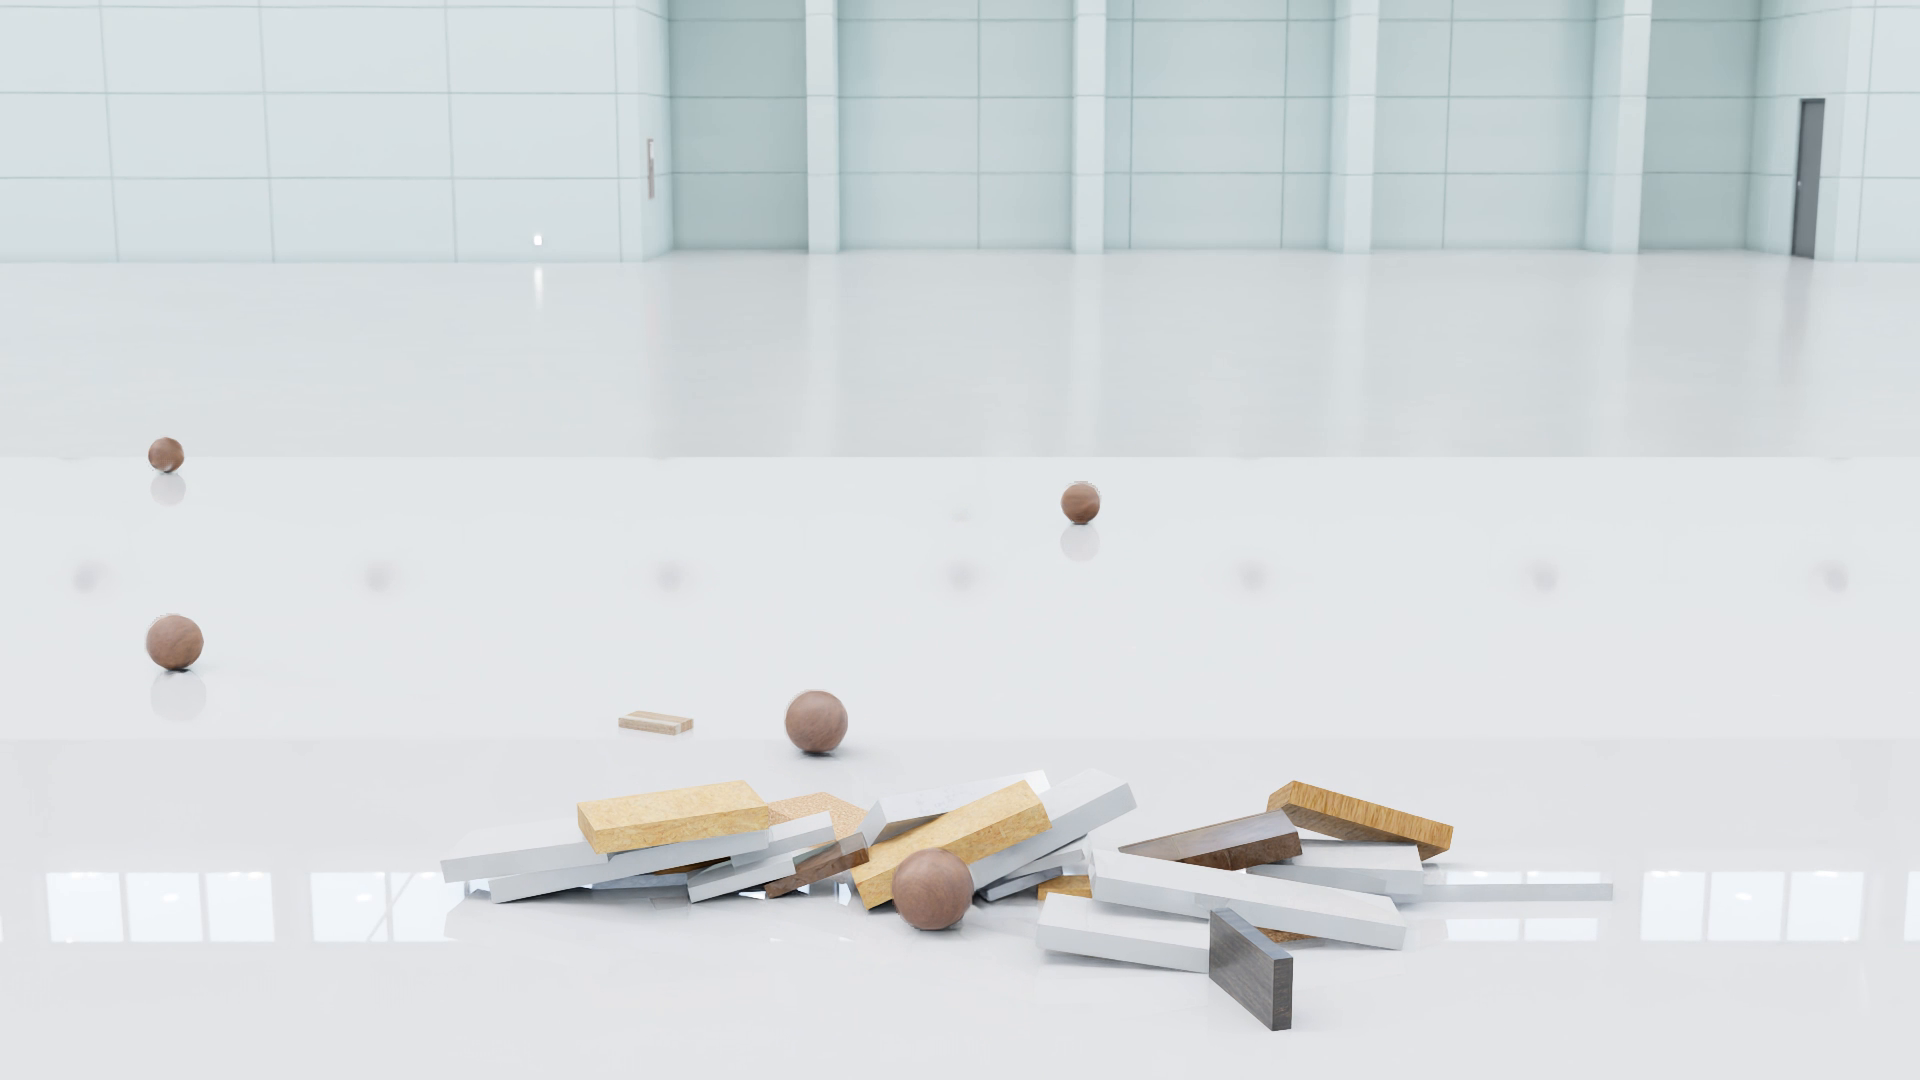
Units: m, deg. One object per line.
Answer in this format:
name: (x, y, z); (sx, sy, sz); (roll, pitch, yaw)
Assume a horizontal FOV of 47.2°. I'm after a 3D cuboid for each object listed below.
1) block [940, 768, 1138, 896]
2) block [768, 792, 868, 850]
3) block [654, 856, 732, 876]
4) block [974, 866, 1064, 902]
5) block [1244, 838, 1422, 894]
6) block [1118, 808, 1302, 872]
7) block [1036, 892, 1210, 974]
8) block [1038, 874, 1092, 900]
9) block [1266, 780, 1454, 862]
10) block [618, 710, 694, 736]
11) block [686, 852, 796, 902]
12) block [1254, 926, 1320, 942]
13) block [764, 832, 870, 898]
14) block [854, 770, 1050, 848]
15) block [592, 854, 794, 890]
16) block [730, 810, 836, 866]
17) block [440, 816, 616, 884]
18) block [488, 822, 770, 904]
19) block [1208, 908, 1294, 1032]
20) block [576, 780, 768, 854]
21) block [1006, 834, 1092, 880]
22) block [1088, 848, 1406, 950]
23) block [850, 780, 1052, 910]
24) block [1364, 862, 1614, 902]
block: (0.119, 0.488, 3.707); (0.330, 0.047, 0.165); (-25, 10, -15)
block: (-0.230, 0.516, 3.963); (0.135, 0.038, 0.271); (-8, 13, -35)
block: (-0.456, 0.544, 3.751); (0.144, 0.020, 0.072); (-4, 11, -18)
block: (0.094, 0.564, 3.679); (0.140, 0.020, 0.070); (-16, 14, -23)
block: (0.618, 0.540, 3.659); (0.285, 0.040, 0.143); (1, 11, 7)
block: (0.412, 0.516, 3.648); (0.285, 0.040, 0.143); (-13, 9, -1)
block: (0.260, 0.606, 3.397); (0.271, 0.038, 0.135); (7, 13, 8)
block: (0.200, 0.580, 3.669); (0.140, 0.020, 0.070); (0, 11, 1)
block: (0.680, 0.482, 3.756); (0.285, 0.040, 0.143); (16, -19, -4)
block: (-0.649, 0.390, 4.690); (0.144, 0.020, 0.072); (6, 12, 27)
block: (-0.366, 0.556, 3.669); (0.177, 0.025, 0.089); (-15, 11, -6)
block: (0.514, 0.616, 3.482); (0.117, 0.017, 0.059); (-4, 11, -19)
block: (-0.241, 0.544, 3.685); (0.177, 0.025, 0.089); (-20, 11, -1)
block: (-0.018, 0.485, 3.828); (0.330, 0.047, 0.165); (-6, -32, -30)
block: (-0.453, 0.565, 3.749); (0.346, 0.020, 0.072); (-2, 11, -9)
block: (-0.302, 0.504, 3.716); (0.177, 0.025, 0.089); (-15, 11, -5)
block: (-0.707, 0.512, 3.680); (0.286, 0.041, 0.143); (-9, 11, 10)
block: (-0.552, 0.522, 3.696); (0.461, 0.041, 0.143); (-11, 11, -3)
block: (0.422, 0.622, 3.201); (0.030, 0.107, 0.214); (-3, 11, -18)
block: (-0.474, 0.455, 3.625); (0.286, 0.041, 0.143); (-6, 14, -21)
block: (0.145, 0.526, 3.661); (0.140, 0.020, 0.070); (-17, 11, 15)
block: (0.449, 0.566, 3.471); (0.488, 0.038, 0.135); (10, 10, -2)
block: (-0.021, 0.503, 3.656); (0.330, 0.047, 0.165); (-23, 10, -5)
block: (0.808, 0.573, 3.679); (0.540, 0.030, 0.107); (0, 11, -1)
